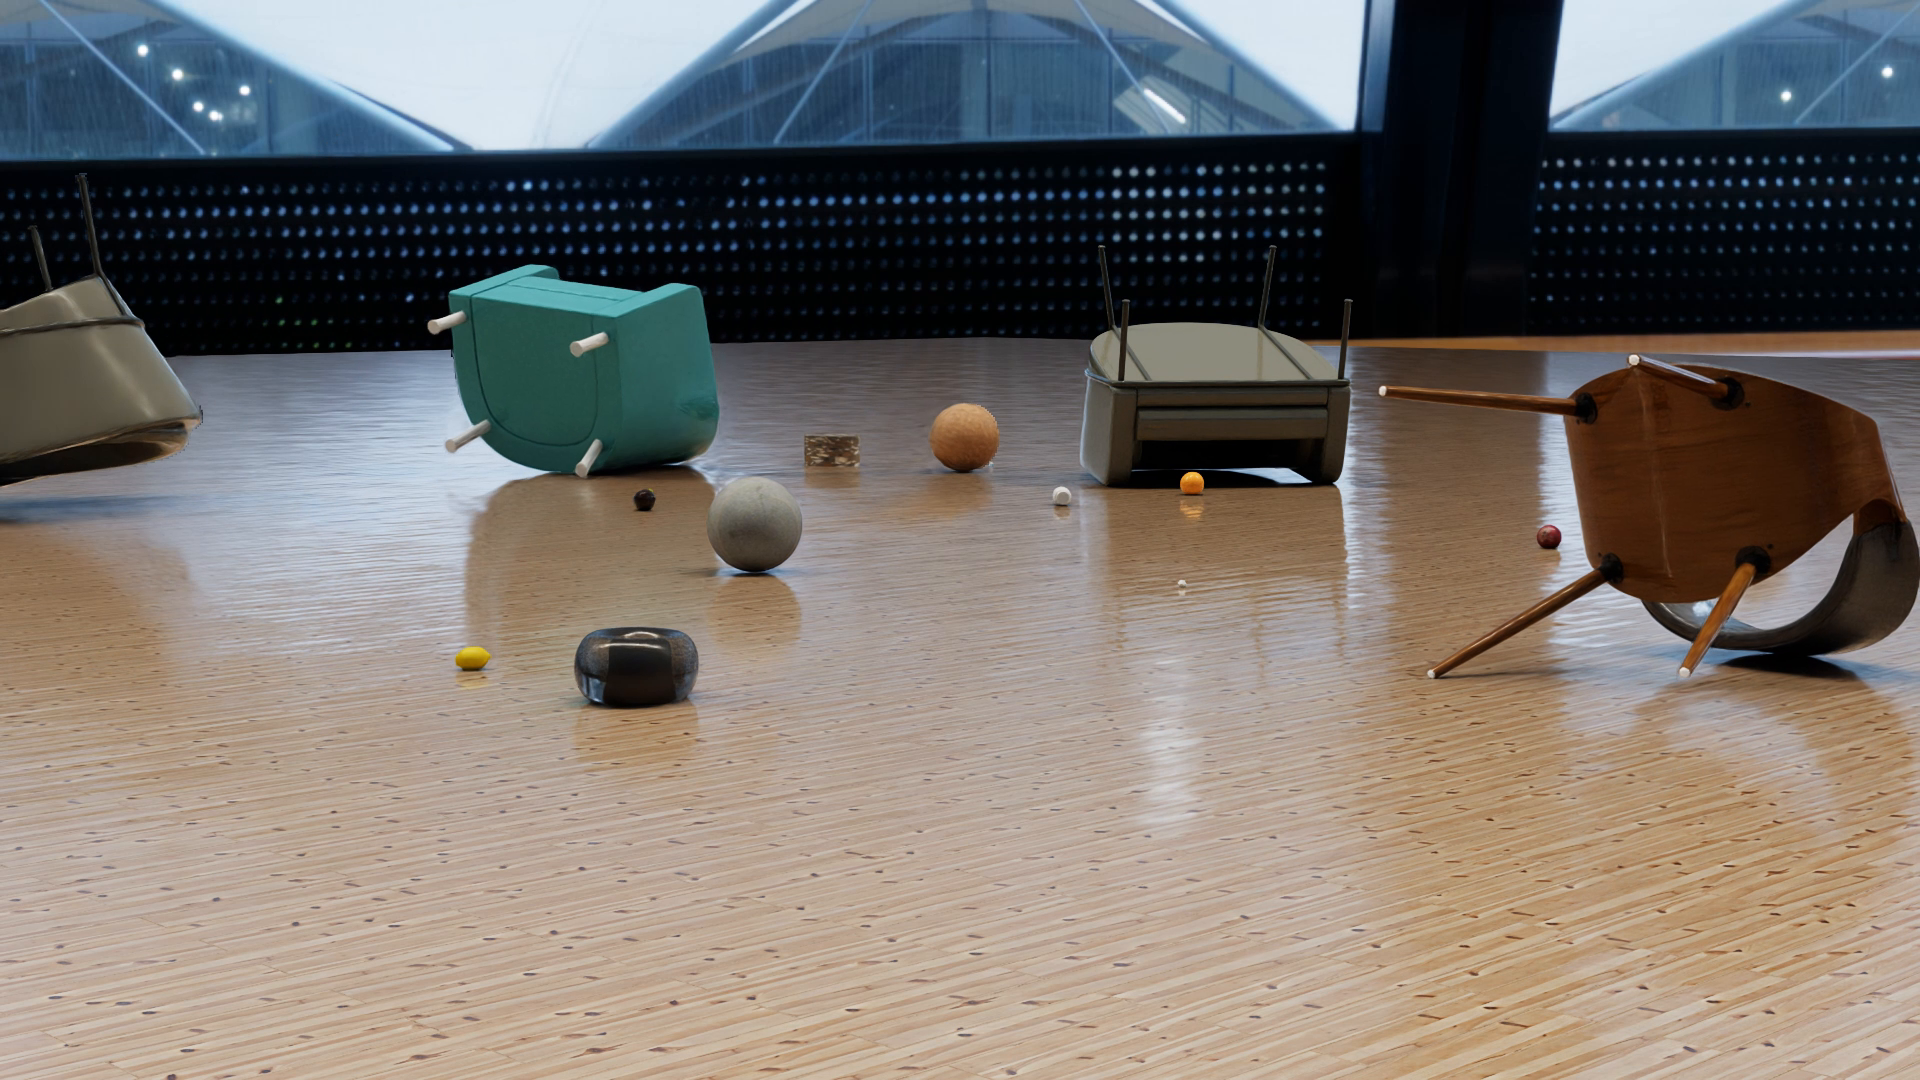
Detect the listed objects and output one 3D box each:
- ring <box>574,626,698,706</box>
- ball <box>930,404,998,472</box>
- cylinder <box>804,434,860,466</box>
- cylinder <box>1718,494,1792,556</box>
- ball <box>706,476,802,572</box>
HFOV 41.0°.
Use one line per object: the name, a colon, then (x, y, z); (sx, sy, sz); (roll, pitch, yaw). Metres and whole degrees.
ring: (-0.504, 0.196, 4.001); (0.183, 0.105, 0.212); (6, 7, 31)
ball: (0.012, -0.345, 8.654); (0.228, 0.228, 0.228); (0, 6, 0)
cylinder: (-0.446, -0.313, 8.938); (0.201, 0.105, 0.135); (2, 6, 19)
cylinder: (1.898, -0.038, 6.118); (0.136, 0.136, 0.166); (-29, -9, 29)
ball: (-0.457, -0.035, 5.708); (0.213, 0.213, 0.213); (0, 6, 0)
